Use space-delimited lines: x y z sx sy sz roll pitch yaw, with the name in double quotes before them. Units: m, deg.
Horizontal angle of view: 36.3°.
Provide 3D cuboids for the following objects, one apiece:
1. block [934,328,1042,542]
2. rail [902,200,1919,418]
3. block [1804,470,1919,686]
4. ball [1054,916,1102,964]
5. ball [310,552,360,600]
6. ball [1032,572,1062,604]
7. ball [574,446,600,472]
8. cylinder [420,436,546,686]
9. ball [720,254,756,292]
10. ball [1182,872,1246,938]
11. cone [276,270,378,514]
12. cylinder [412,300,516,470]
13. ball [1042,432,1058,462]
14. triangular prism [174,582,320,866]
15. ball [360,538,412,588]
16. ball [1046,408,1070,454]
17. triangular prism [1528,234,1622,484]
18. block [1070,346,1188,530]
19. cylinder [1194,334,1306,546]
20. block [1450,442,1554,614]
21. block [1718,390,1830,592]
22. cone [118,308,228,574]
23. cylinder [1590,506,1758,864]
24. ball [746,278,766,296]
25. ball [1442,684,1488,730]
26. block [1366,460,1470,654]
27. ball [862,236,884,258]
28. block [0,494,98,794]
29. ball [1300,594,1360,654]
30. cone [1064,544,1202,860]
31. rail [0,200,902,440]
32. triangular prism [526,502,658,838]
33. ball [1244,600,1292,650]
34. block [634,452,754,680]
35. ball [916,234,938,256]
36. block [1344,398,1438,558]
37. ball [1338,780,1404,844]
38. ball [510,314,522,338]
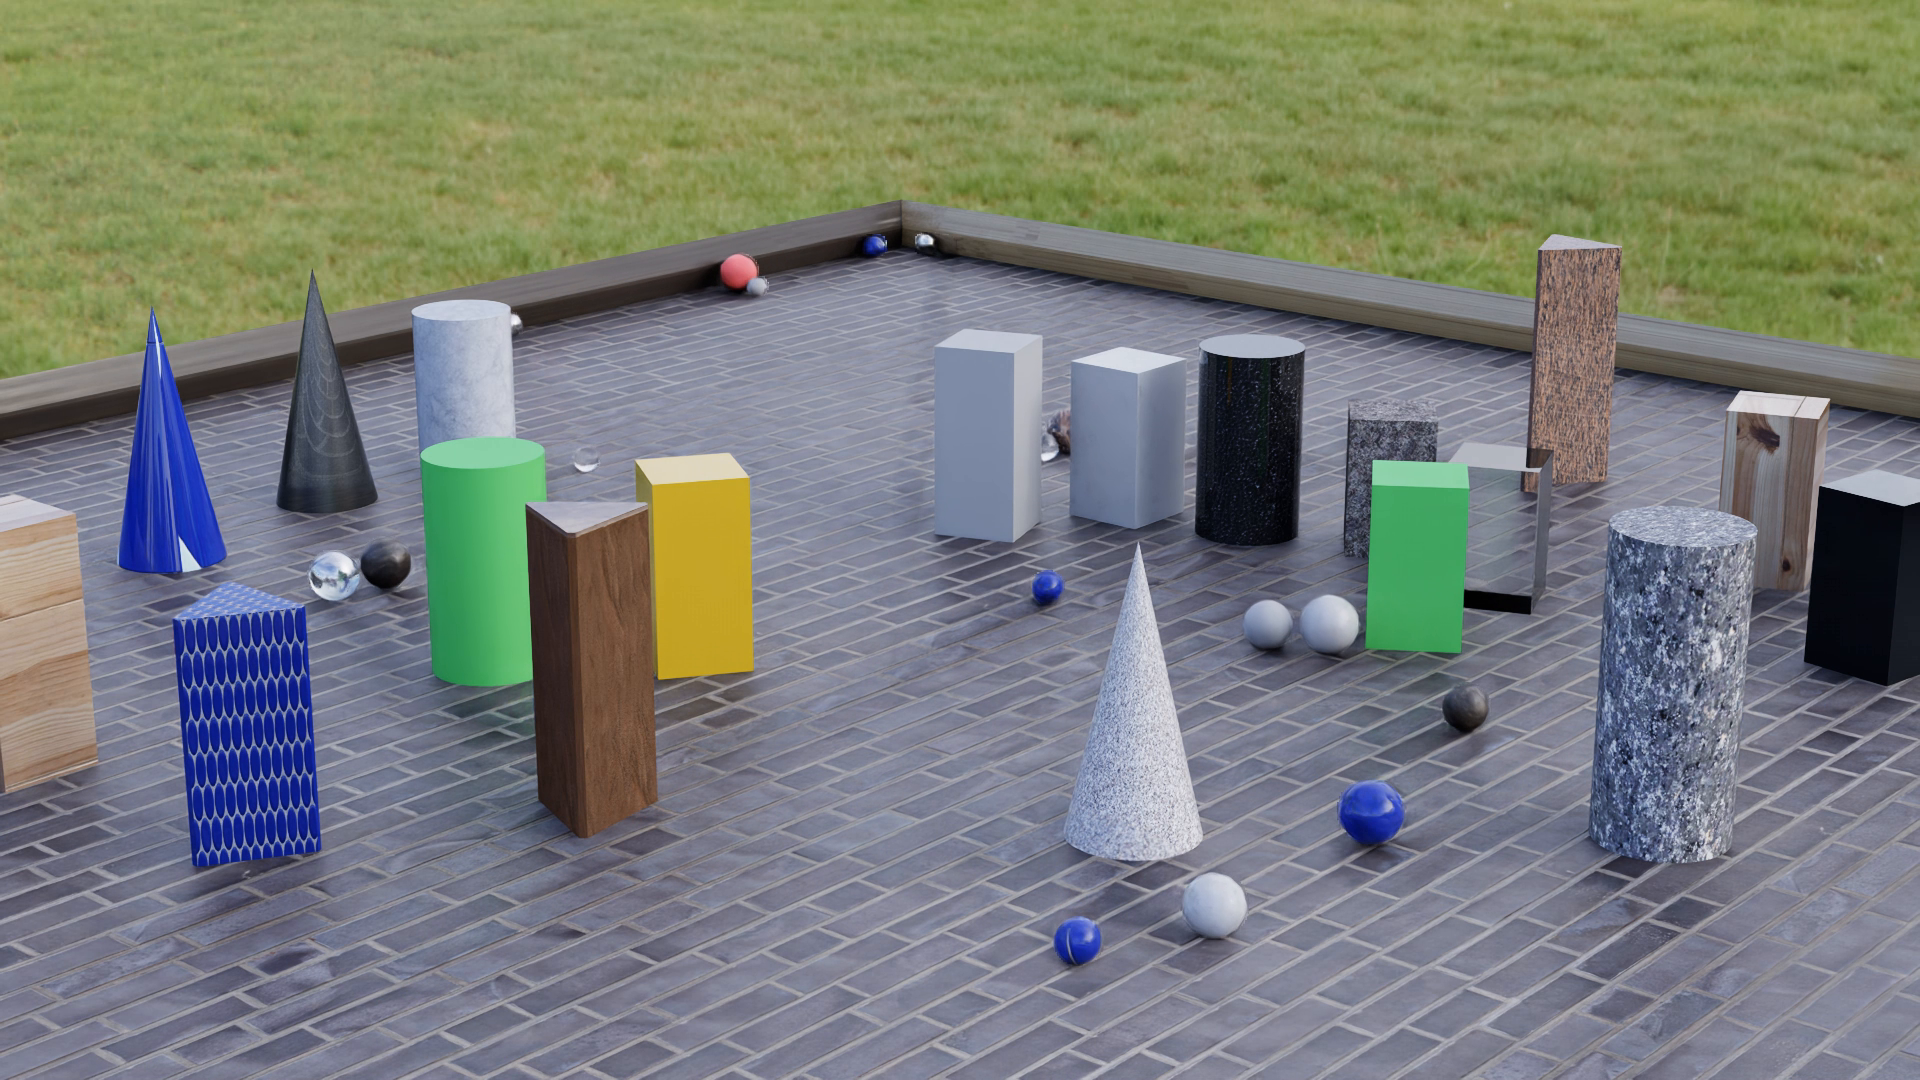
"block" 0.053 -0.196 5.476 0.156 0.360 0.156 6 18 20
"rail" 1.485 -0.462 6.758 4.407 0.127 0.045 14 22 39
"block" 1.488 0.059 4.736 0.156 0.299 0.156 -13 21 -38
"ball" 0.148 0.502 3.681 0.059 0.059 0.059 0 17 0
"ball" -1.086 0.063 5.092 0.086 0.086 0.086 0 17 0
"ball" 0.151 0.084 5.077 0.054 0.054 0.054 0 17 0
"ball" -0.752 -0.162 5.898 0.051 0.051 0.051 0 17 0
"cylinder" -0.759 0.033 4.716 0.195 0.360 0.195 0 17 0
"ball" -0.572 -0.688 7.565 0.095 0.095 0.095 0 17 0
"ball" 0.325 0.468 3.754 0.083 0.083 0.083 0 17 0
"cone" -1.233 -0.300 5.645 0.195 0.461 0.195 0 17 0
"cylinder" -0.994 -0.303 5.892 0.195 0.325 0.195 0 17 0
"ball" 0.172 -0.190 5.978 0.058 0.058 0.058 0 17 0
"triangular prism" -0.983 0.246 4.023 0.169 0.352 0.146 -6 18 -18
"ball" -1.010 0.041 5.160 0.088 0.088 0.088 0 17 0
"ball" 0.223 -0.223 6.024 0.095 0.095 0.095 0 17 0
"triangular prism" 1.194 -0.361 5.828 0.169 0.472 0.146 -3 17 -9
"block" 0.319 -0.196 5.577 0.156 0.301 0.156 14 21 38
"cylinder" 0.538 -0.187 5.454 0.195 0.355 0.195 0 17 0
"block" 0.931 -0.022 5.083 0.156 0.253 0.156 6 18 19
"block" 1.438 -0.088 5.197 0.156 0.314 0.156 7 18 22
"cone" -1.435 -0.193 5.274 0.195 0.471 0.195 0 17 0
"cylinder" 0.975 0.196 4.019 0.195 0.450 0.195 0 17 0
"ball" -0.522 -0.648 7.513 0.049 0.049 0.049 0 17 0
"ball" 0.772 0.256 4.477 0.070 0.070 0.070 0 17 0
"block" 0.759 0.026 4.874 0.156 0.282 0.156 2 17 8
"ball" -0.236 -0.800 7.999 0.060 0.060 0.060 0 17 0
"block" -1.388 0.149 4.284 0.156 0.386 0.156 14 21 38
"ball" 0.608 0.139 4.820 0.098 0.098 0.098 0 17 0
"cone" 0.242 0.205 4.030 0.195 0.426 0.195 0 17 0
"rail" -1.646 -0.381 6.488 0.045 0.127 4.579 14 22 39
"triangular prism" -0.542 0.171 4.115 0.146 0.443 0.169 10 19 30
"ball" 0.509 0.140 4.843 0.081 0.081 0.081 0 17 0
"block" -0.431 0.041 4.751 0.156 0.325 0.156 -5 17 -15
"ball" -0.090 -0.809 8.030 0.059 0.059 0.059 0 17 0
"block" 0.788 -0.113 5.375 0.156 0.258 0.156 2 17 6
"ball" 0.568 0.375 4.048 0.090 0.090 0.090 0 17 0
"ball" -1.085 -0.516 7.057 0.060 0.060 0.060 0 17 0
